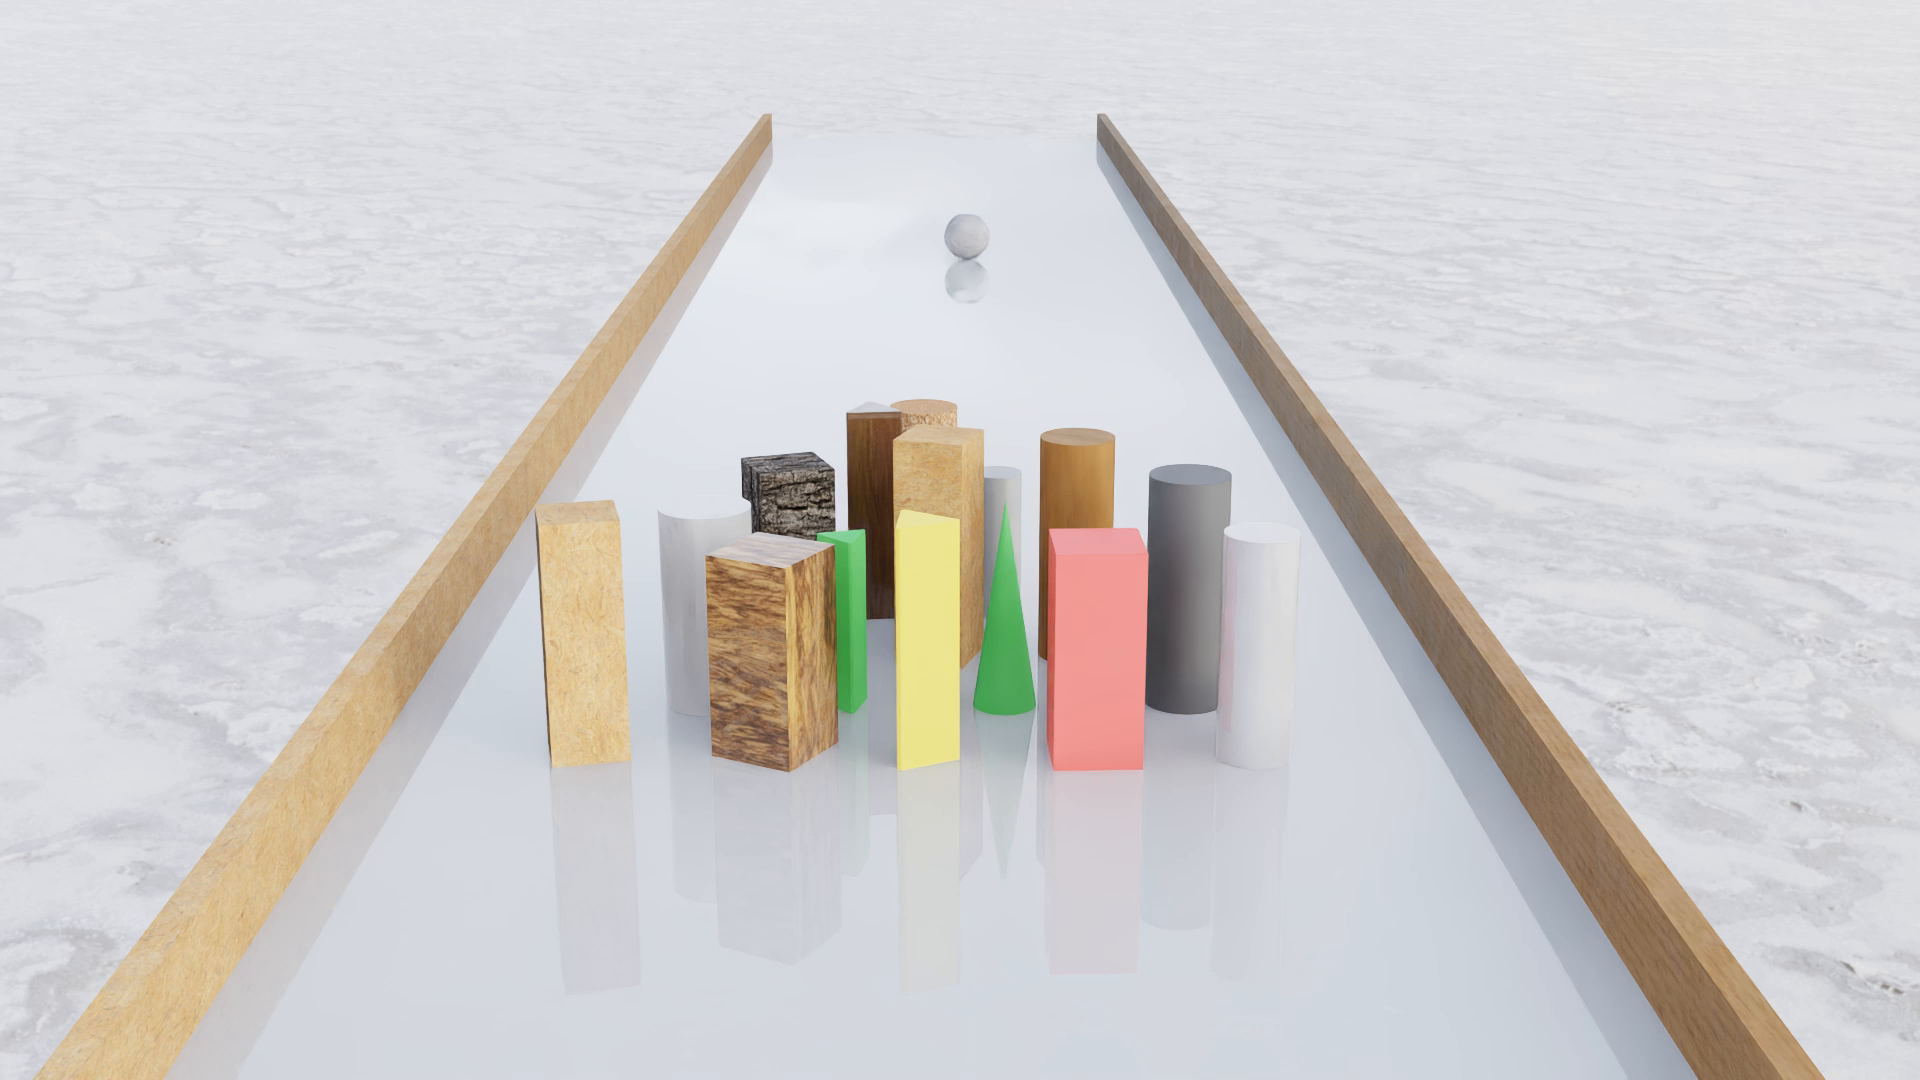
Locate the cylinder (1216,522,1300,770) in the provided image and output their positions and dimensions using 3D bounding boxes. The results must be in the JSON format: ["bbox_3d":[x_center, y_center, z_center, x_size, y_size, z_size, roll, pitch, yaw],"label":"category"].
[{"bbox_3d":[0.524,0.186,3.873,0.133,0.416,0.133,0,17,0],"label":"cylinder"}]

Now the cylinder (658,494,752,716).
[{"bbox_3d":[-0.475,0.121,4.145,0.174,0.384,0.174,0,17,0],"label":"cylinder"}]

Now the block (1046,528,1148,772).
[{"bbox_3d":[0.240,0.192,3.884,0.158,0.397,0.158,-1,17,-2],"label":"block"}]

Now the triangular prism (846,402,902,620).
[{"bbox_3d":[-0.183,-0.063,4.648,0.113,0.450,0.098,-2,17,-7],"label":"triangular prism"}]

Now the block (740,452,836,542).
[{"bbox_3d":[-0.341,0.038,4.403,0.149,0.396,0.149,-6,18,-20],"label":"block"}]

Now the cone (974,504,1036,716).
[{"bbox_3d":[0.085,0.118,4.122,0.120,0.404,0.120,0,17,0],"label":"cone"}]

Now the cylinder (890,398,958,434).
[{"bbox_3d":[-0.081,-0.105,4.893,0.150,0.392,0.150,0,17,0],"label":"cylinder"}]

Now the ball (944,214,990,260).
[{"bbox_3d":[0.029,-1.261,9.133,0.190,0.190,0.190,0,17,0],"label":"ball"}]

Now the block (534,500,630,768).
[{"bbox_3d":[-0.668,0.165,3.894,0.138,0.444,0.138,-4,17,-13],"label":"block"}]

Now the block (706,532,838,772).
[{"bbox_3d":[-0.332,0.196,3.909,0.164,0.375,0.164,9,19,27],"label":"block"}]

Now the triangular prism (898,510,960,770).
[{"bbox_3d":[-0.077,0.172,3.873,0.119,0.442,0.103,-8,18,-26],"label":"triangular prism"}]

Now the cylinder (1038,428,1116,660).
[{"bbox_3d":[0.232,0.013,4.392,0.148,0.452,0.148,0,17,0],"label":"cylinder"}]

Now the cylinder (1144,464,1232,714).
[{"bbox_3d":[0.427,0.092,4.135,0.153,0.446,0.153,0,17,0],"label":"cylinder"}]

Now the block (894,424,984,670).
[{"bbox_3d":[-0.041,0.012,4.384,0.141,0.457,0.141,5,17,17],"label":"block"}]

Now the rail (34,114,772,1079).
[{"bbox_3d":[-1.118,-0.838,7.780,0.050,0.150,12.000,0,17,-1],"label":"rail"}]

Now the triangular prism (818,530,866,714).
[{"bbox_3d":[-0.206,0.149,4.138,0.091,0.335,0.078,16,23,43],"label":"triangular prism"}]

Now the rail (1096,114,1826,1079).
[{"bbox_3d":[0.932,-0.844,7.801,0.050,0.150,12.000,0,17,-1],"label":"rail"}]

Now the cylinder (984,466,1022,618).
[{"bbox_3d":[0.078,0.005,4.670,0.103,0.308,0.103,0,17,0],"label":"cylinder"}]
